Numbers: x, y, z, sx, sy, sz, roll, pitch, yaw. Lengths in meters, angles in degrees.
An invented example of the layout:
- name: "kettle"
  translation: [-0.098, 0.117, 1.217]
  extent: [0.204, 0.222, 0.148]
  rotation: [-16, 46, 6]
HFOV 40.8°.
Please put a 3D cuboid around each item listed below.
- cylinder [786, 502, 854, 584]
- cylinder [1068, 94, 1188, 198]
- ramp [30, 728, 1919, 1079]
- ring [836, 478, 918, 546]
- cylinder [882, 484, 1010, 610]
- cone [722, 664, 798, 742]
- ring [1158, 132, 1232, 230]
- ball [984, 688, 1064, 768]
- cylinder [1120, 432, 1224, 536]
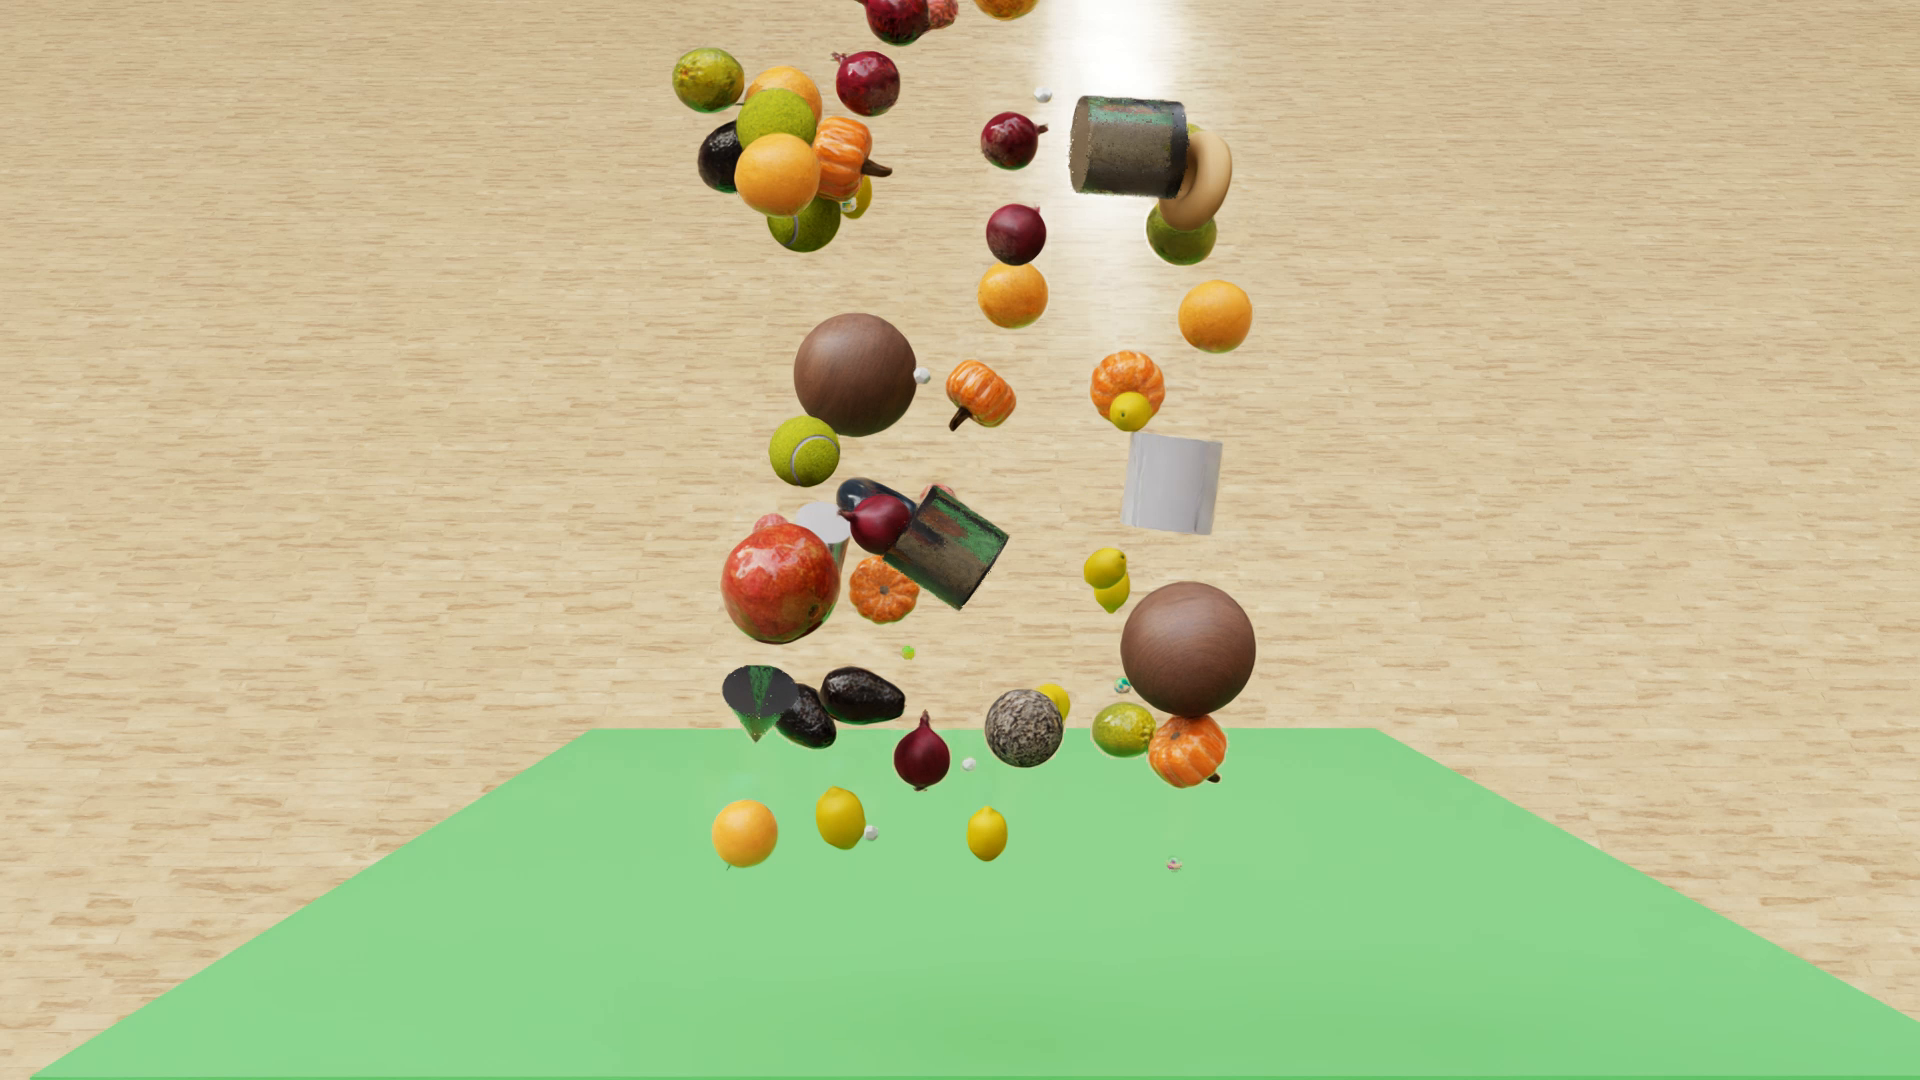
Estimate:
- name: "cylinder"
  translation: [-0.146, 0.003, 2.682]
  extent: [0.060, 0.060, 0.060]
  rotation: [8, 45, -8]
- name: "cylinder"
  translation: [0.143, -0.335, 2.200]
  extent: [0.083, 0.083, 0.083]
  rotation: [2, 27, -11]
- name: "ramp"
  translation: [0.062, 0.560, 4.599]
  extent: [2.000, 0.100, 4.000]
  rotation: [0, 1, 0]
- name: "ring"
  translation: [-0.079, -0.026, 2.868]
  extent: [0.131, 0.044, 0.131]
  rotation: [29, 10, -6]
- name: "cylinder"
  translation: [-0.013, 0.007, 2.431]
  extent: [0.087, 0.087, 0.087]
  rotation: [34, 31, -3]
- name: "cone"
  translation: [-0.205, 0.180, 2.620]
  extent: [0.076, 0.076, 0.076]
  rotation: [5, 41, -4]
- name: "ring"
  translation: [0.203, -0.311, 2.235]
  extent: [0.030, 0.089, 0.089]
  rotation: [15, 20, -27]
- name: "ball"
  translation: [0.068, 0.199, 2.734]
  extent: [0.084, 0.084, 0.084]
  rotation: [0, 28, 0]
- name: "cylinder"
  translation: [0.211, -0.057, 2.570]
  extent: [0.092, 0.092, 0.092]
  rotation: [7, 4, 0]
